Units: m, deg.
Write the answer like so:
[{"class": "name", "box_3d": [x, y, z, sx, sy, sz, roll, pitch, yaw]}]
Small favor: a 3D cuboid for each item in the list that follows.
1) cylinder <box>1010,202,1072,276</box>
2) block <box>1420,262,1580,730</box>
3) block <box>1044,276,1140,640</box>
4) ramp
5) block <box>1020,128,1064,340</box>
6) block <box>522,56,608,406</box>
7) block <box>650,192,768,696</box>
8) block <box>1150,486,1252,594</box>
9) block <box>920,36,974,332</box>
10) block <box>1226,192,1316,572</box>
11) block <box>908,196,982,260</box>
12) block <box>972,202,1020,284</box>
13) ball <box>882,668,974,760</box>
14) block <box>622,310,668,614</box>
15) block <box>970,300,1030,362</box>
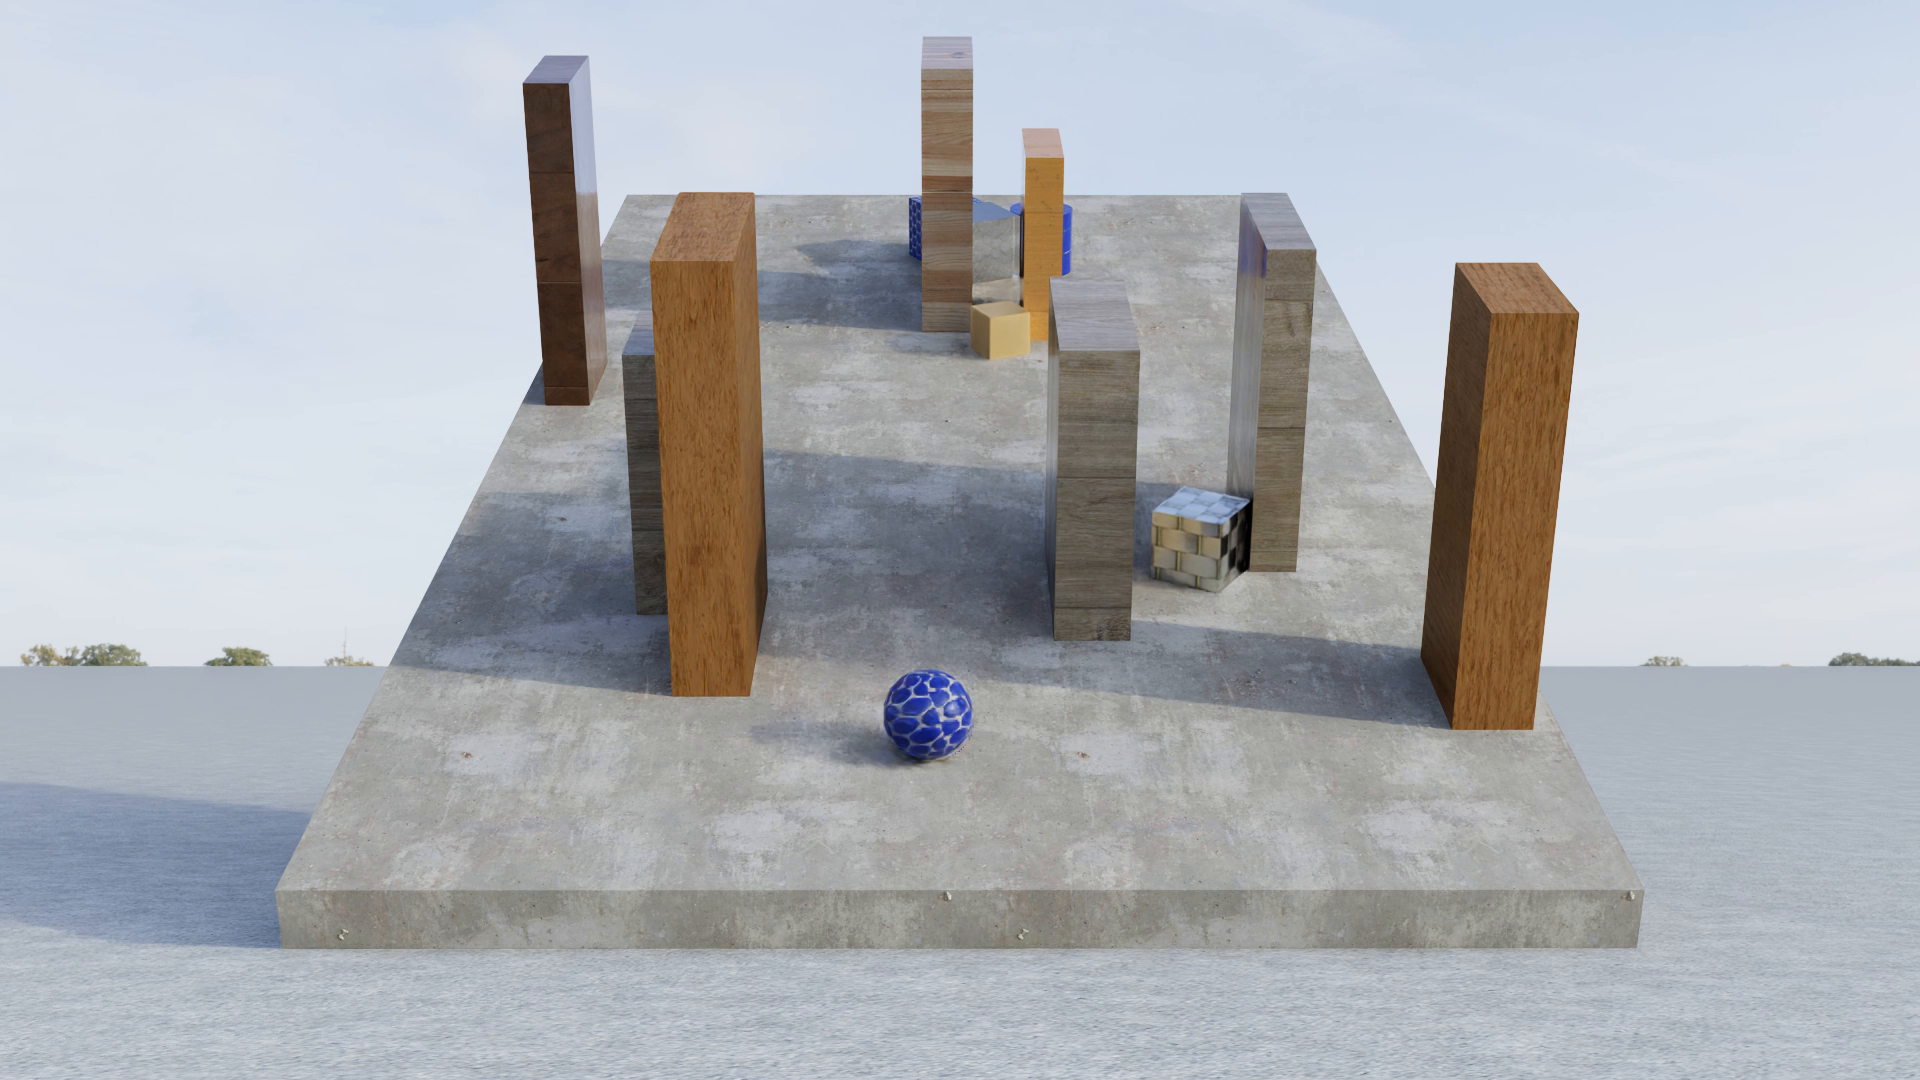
[{"class": "cylinder", "box_3d": [0.219, -0.817, 6.283, 0.170, 0.170, 0.170, 0, 23, 0]}, {"class": "block", "box_3d": [0.884, -0.071, 3.826, 0.135, 0.722, 0.279, 0, 23, 0]}, {"class": "block", "box_3d": [0.237, -0.157, 4.247, 0.137, 0.547, 0.440, 0, 23, 0]}, {"class": "ramp", "box_3d": [-0.007, -0.225, 5.235, 2.000, 0.100, 4.000, 0, 23, 0]}, {"class": "block", "box_3d": [0.203, -0.769, 5.797, 0.094, 0.461, 0.313, 0, 23, 0]}, {"class": "block", "box_3d": [-0.899, -0.708, 5.292, 0.101, 0.741, 0.305, 0, 23, 0]}, {"class": "block", "box_3d": [-0.425, -0.170, 3.994, 0.132, 0.769, 0.431, 0, 23, 0]}, {"class": "block", "box_3d": [0.459, -0.001, 4.400, 0.142, 0.142, 0.142, 13, 26, 27]}, {"class": "block", "box_3d": [-0.032, -0.906, 5.861, 0.125, 0.662, 0.407, 0, 23, 0]}, {"class": "block", "box_3d": [0.600, -0.312, 4.498, 0.090, 0.638, 0.408, 0, 23, 0]}, {"class": "block", "box_3d": [-0.032, -0.857, 6.386, 0.162, 0.162, 0.162, -12, 26, -26]}, {"class": "block", "box_3d": [0.046, -0.803, 6.250, 0.169, 0.169, 0.169, -12, 26, -26]}, {"class": "ball", "box_3d": [-0.052, 0.281, 3.731, 0.146, 0.146, 0.146, 0, -3, 0]}, {"class": "block", "box_3d": [-0.550, -0.144, 4.272, 0.089, 0.502, 0.261, 0, 23, 0]}, {"class": "block", "box_3d": [0.098, -0.511, 5.641, 0.109, 0.109, 0.109, -11, 25, -24]}]
